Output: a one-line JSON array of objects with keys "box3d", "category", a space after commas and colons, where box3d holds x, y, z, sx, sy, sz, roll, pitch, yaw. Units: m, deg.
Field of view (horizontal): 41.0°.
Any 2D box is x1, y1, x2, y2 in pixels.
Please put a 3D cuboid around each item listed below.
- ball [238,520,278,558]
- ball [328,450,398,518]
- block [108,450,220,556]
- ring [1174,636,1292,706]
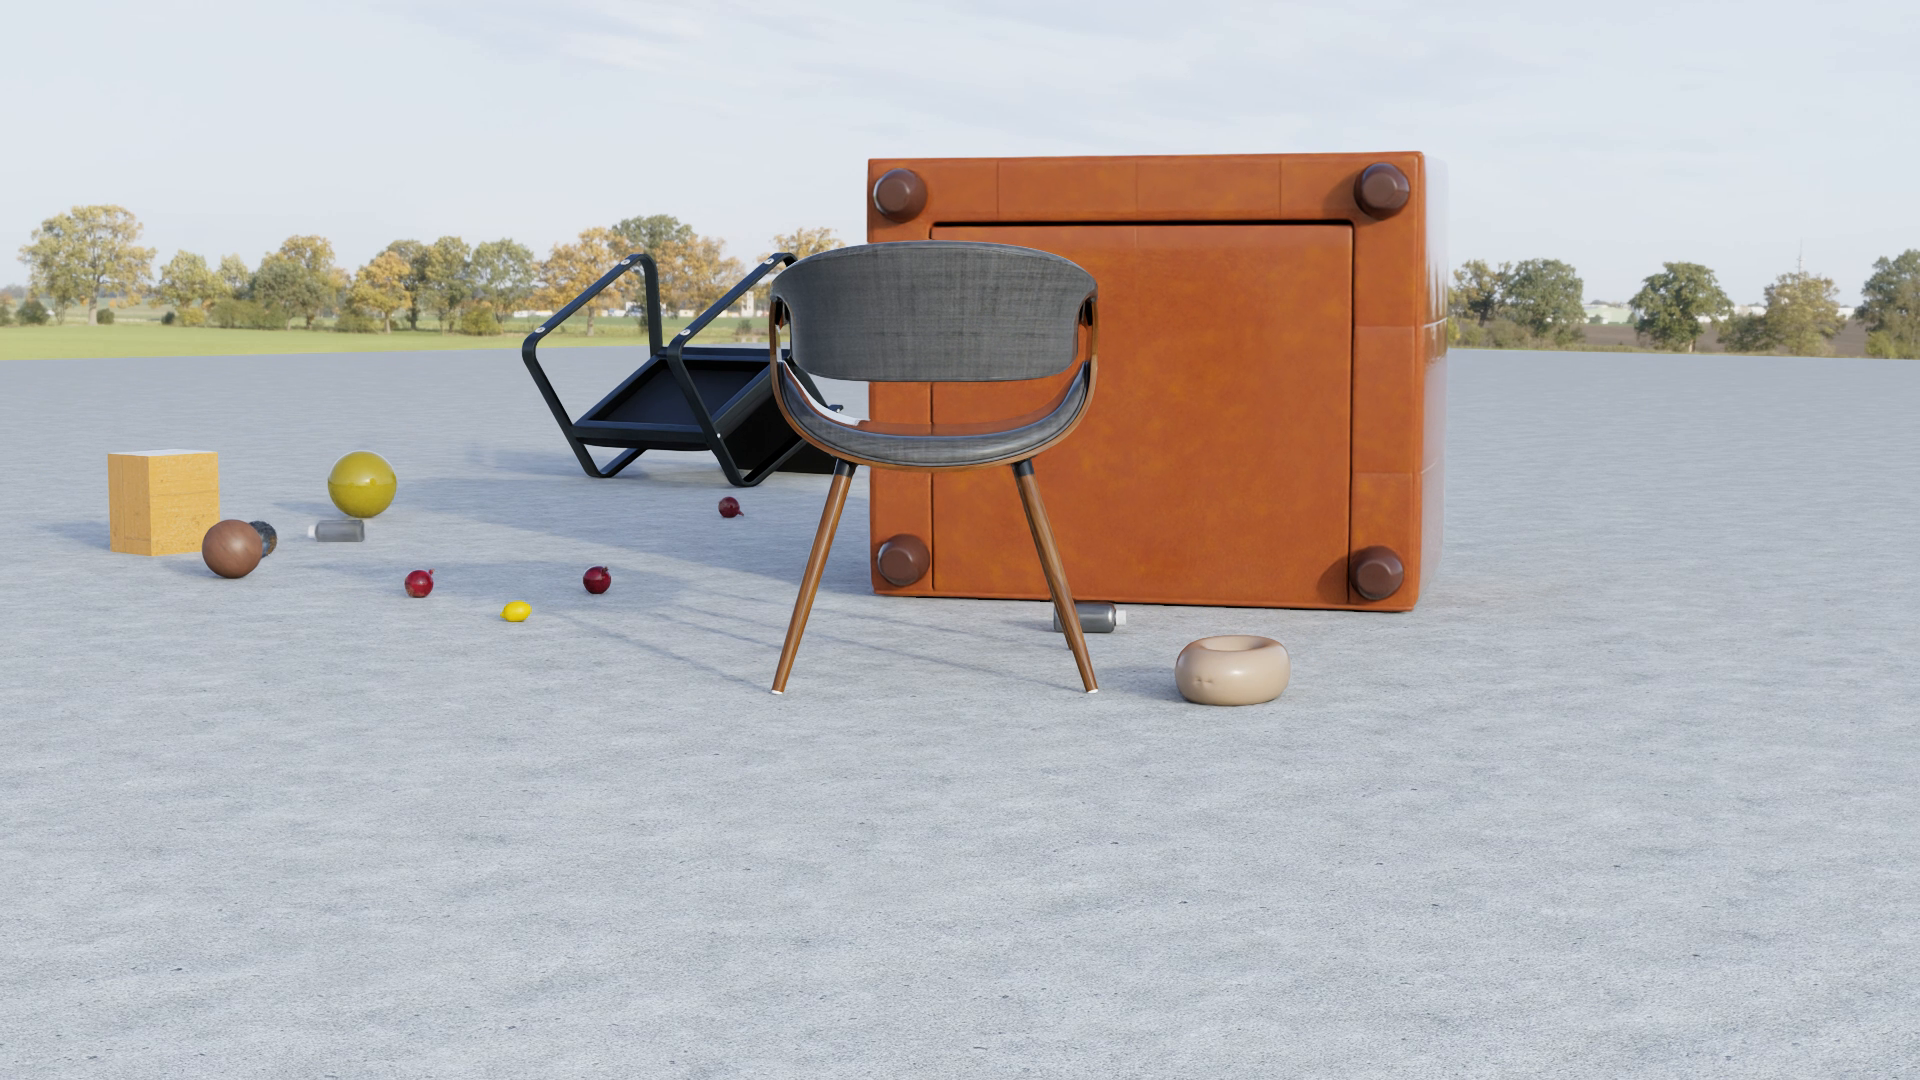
[{"box3d": [-1.640, -0.001, 5.994, 0.089, 0.089, 0.089, 0, 6, 0], "category": "ball"}, {"box3d": [-1.624, -0.152, 6.976, 0.186, 0.186, 0.186, 0, 6, 0], "category": "ball"}, {"box3d": [-1.909, -0.092, 6.155, 0.165, 0.236, 0.193, 5, 7, 38], "category": "block"}, {"box3d": [0.428, 0.204, 4.020, 0.170, 0.087, 0.242, 5, 8, 28], "category": "ring"}]
